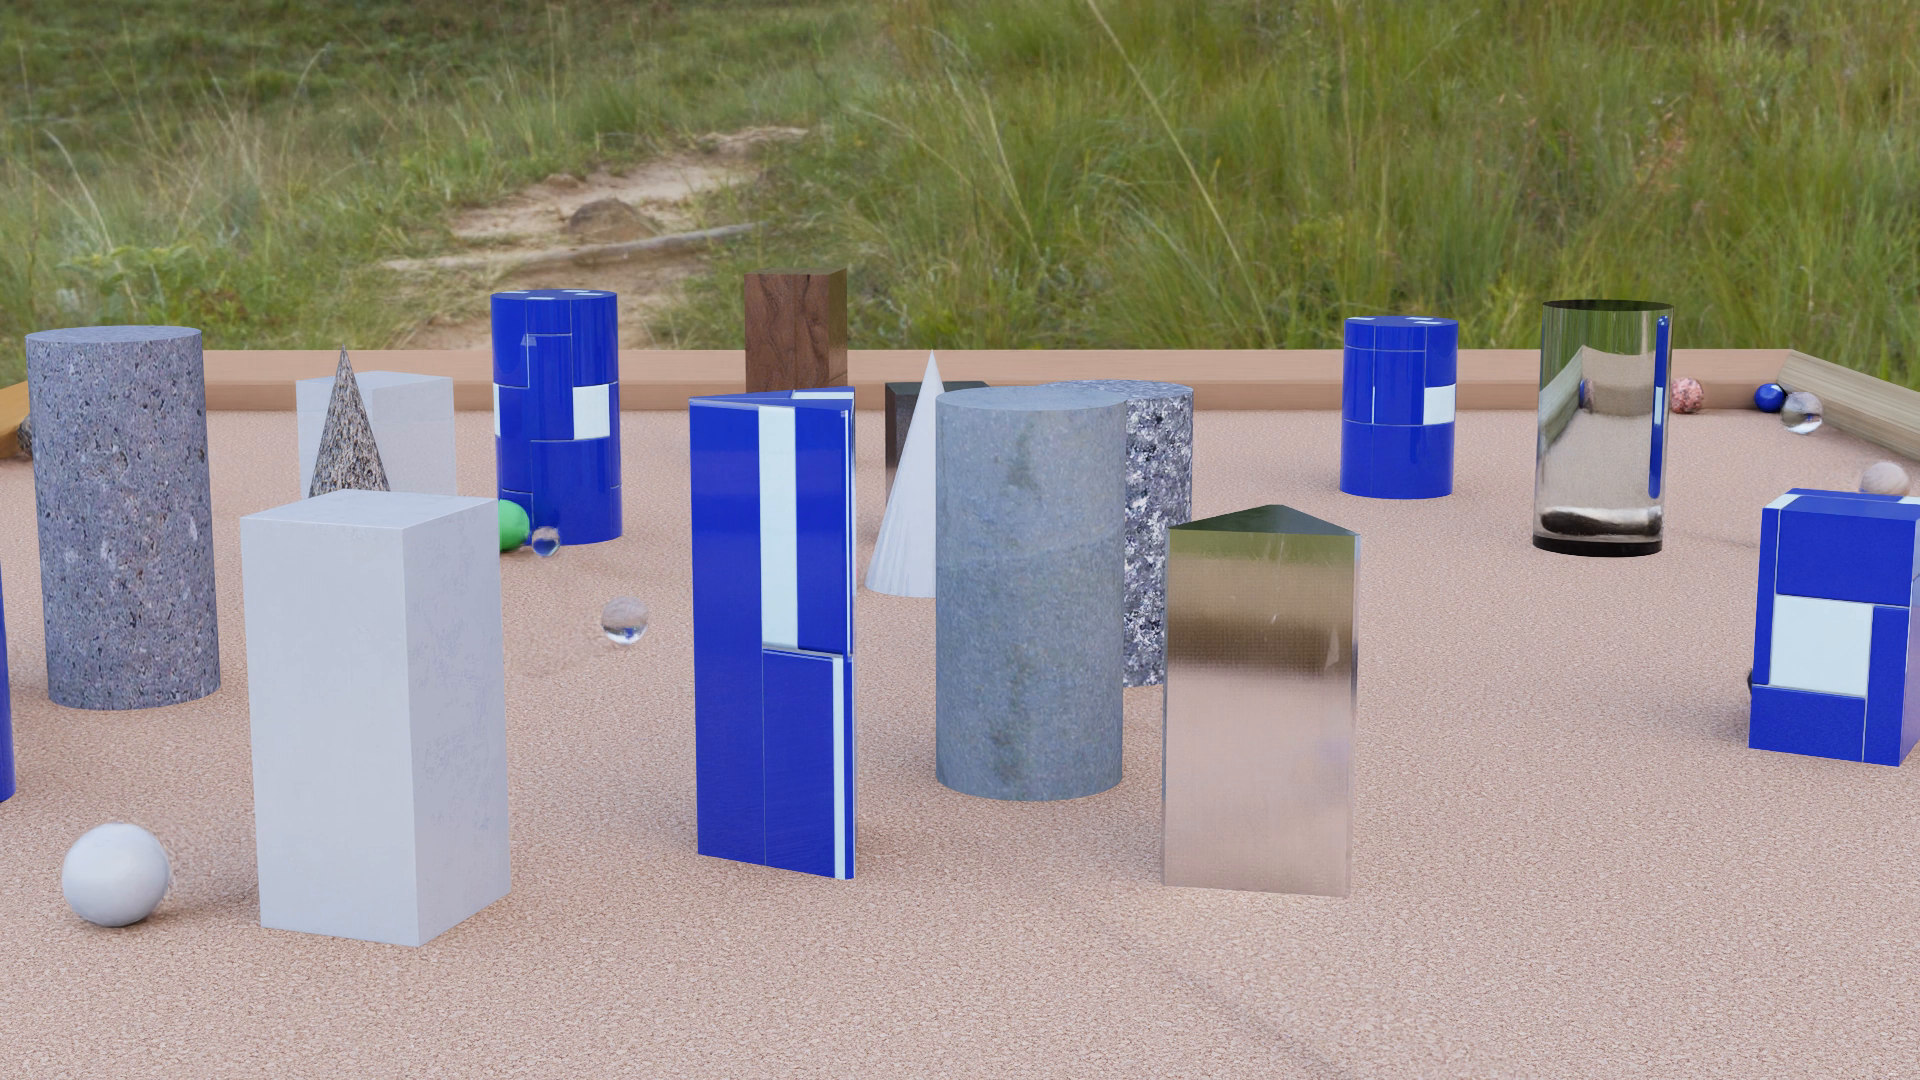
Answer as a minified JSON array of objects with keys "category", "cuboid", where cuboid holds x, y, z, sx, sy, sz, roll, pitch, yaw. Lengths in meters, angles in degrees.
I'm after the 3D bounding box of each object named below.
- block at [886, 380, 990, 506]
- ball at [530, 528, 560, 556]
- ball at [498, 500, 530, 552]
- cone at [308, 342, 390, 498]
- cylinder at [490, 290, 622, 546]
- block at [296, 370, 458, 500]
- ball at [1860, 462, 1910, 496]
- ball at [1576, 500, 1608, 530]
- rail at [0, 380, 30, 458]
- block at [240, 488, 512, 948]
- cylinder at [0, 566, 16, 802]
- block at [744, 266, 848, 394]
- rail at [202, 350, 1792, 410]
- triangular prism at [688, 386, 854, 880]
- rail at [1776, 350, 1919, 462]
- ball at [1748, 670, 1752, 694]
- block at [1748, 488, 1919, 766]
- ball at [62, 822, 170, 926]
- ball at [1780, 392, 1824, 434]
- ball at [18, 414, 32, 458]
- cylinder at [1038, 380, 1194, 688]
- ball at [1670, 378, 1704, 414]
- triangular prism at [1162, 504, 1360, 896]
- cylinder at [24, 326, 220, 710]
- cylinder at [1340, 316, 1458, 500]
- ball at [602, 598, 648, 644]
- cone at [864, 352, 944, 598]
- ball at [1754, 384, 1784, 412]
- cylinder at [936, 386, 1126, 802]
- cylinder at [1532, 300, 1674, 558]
[{"category":"block","cuboid":[-0.030,-0.119,3.971,0.155,0.235,0.155,-1,11,-8]},{"category":"ball","cuboid":[-0.621,0.003,3.841,0.043,0.043,0.043,0,11,0]},{"category":"ball","cuboid":[-0.688,-0.021,3.868,0.079,0.079,0.079,0,11,0]},{"category":"cone","cuboid":[-0.808,-0.080,3.395,0.193,0.368,0.193,0,11,0]},{"category":"cylinder","cuboid":[-0.625,-0.193,3.984,0.193,0.376,0.193,0,11,0]},{"category":"block","cuboid":[-0.835,-0.090,3.685,0.155,0.283,0.155,7,13,34]},{"category":"ball","cuboid":[1.527,-0.089,4.233,0.079,0.079,0.079,0,11,0]},{"category":"ball","cuboid":[0.999,-0.039,4.051,0.048,0.048,0.048,0,11,0]},{"category":"rail","cuboid":[-1.760,0.034,3.439,0.045,0.126,4.095,0,11,0]},{"category":"block","cuboid":[-0.499,0.147,2.206,0.155,0.355,0.155,4,11,19]},{"category":"cylinder","cuboid":[-1.051,0.029,2.536,0.193,0.468,0.193,0,11,0]},{"category":"block","cuboid":[-0.298,-0.315,4.699,0.155,0.355,0.155,2,11,10]},{"category":"rail","cuboid":[-0.012,-0.337,5.439,3.567,0.126,0.045,0,11,0]},{"category":"triangular prism","cuboid":[-0.137,0.078,2.383,0.167,0.428,0.145,6,12,28]},{"category":"rail","cuboid":[1.760,0.030,3.459,0.045,0.126,4.095,0,11,0]},{"category":"ball","cuboid":[0.933,0.164,2.956,0.049,0.049,0.049,0,11,0]},{"category":"block","cuboid":[0.955,0.090,2.771,0.155,0.262,0.155,6,12,29]},{"category":"ball","cuboid":[-0.722,0.286,2.194,0.088,0.088,0.088,0,11,0]},{"category":"ball","cuboid":[1.678,-0.252,5.110,0.081,0.081,0.081,0,11,0]},{"category":"ball","cuboid":[-1.700,-0.194,4.762,0.094,0.094,0.094,0,11,0]},{"category":"cylinder","cuboid":[0.182,-0.012,3.097,0.193,0.343,0.193,0,11,0]},{"category":"ball","cuboid":[1.525,-0.304,5.399,0.077,0.077,0.077,0,11,0]},{"category":"triangular prism","cuboid":[0.278,0.140,2.330,0.167,0.325,0.145,2,11,12]},{"category":"cylinder","cuboid":[-0.971,-0.030,2.983,0.193,0.420,0.193,0,11,0]},{"category":"cylinder","cuboid":[0.754,-0.230,4.410,0.193,0.293,0.193,0,11,0]},{"category":"ball","cuboid":[-0.425,0.103,3.258,0.059,0.059,0.059,0,11,0]},{"category":"cone","cuboid":[-0.039,-0.103,3.609,0.193,0.335,0.193,0,11,0]},{"category":"ball","cuboid":[1.708,-0.300,5.415,0.063,0.063,0.063,0,11,0]},{"category":"cylinder","cuboid":[0.072,0.050,2.625,0.193,0.394,0.193,0,11,0]},{"category":"cylinder","cuboid":[0.975,-0.172,3.892,0.193,0.368,0.193,0,11,0]}]
